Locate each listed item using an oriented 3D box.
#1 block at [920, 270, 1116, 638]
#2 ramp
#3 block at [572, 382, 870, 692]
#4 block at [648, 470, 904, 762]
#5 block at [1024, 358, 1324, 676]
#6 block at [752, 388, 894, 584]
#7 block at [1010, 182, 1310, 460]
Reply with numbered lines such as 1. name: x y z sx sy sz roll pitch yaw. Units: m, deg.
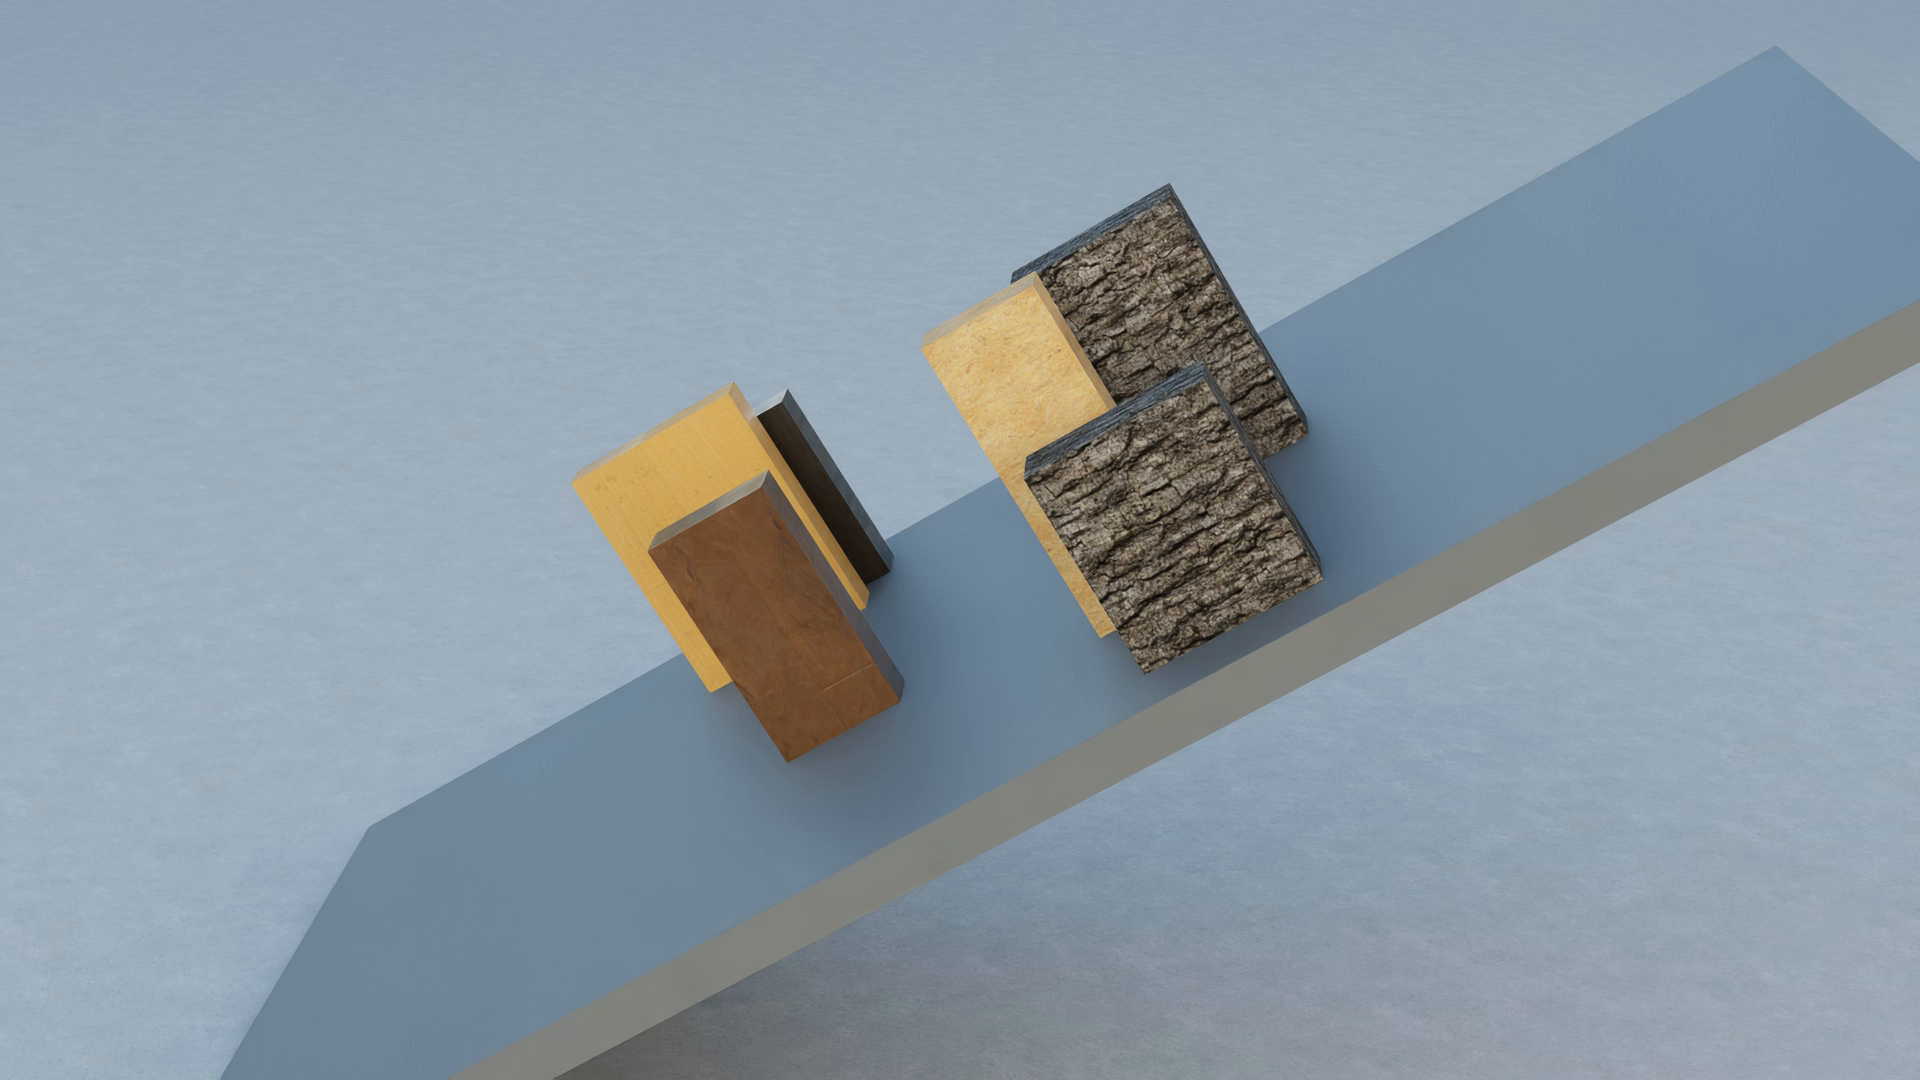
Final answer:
1. block: 0.209 -0.162 5.684 0.247 0.675 0.115 -29 15 12
2. ramp: 0.142 0.168 6.287 4.000 0.100 2.000 -29 15 12
3. block: -0.557 -0.003 6.883 0.434 0.601 0.102 -29 15 12
4. block: -0.378 0.160 6.107 0.278 0.540 0.119 -29 15 12
5. block: 0.391 -0.041 5.386 0.374 0.439 0.134 -29 15 12
6. block: -0.475 -0.040 7.060 0.436 0.488 0.115 -29 15 12
7. block: 0.420 -0.393 6.181 0.381 0.585 0.144 -29 15 12
